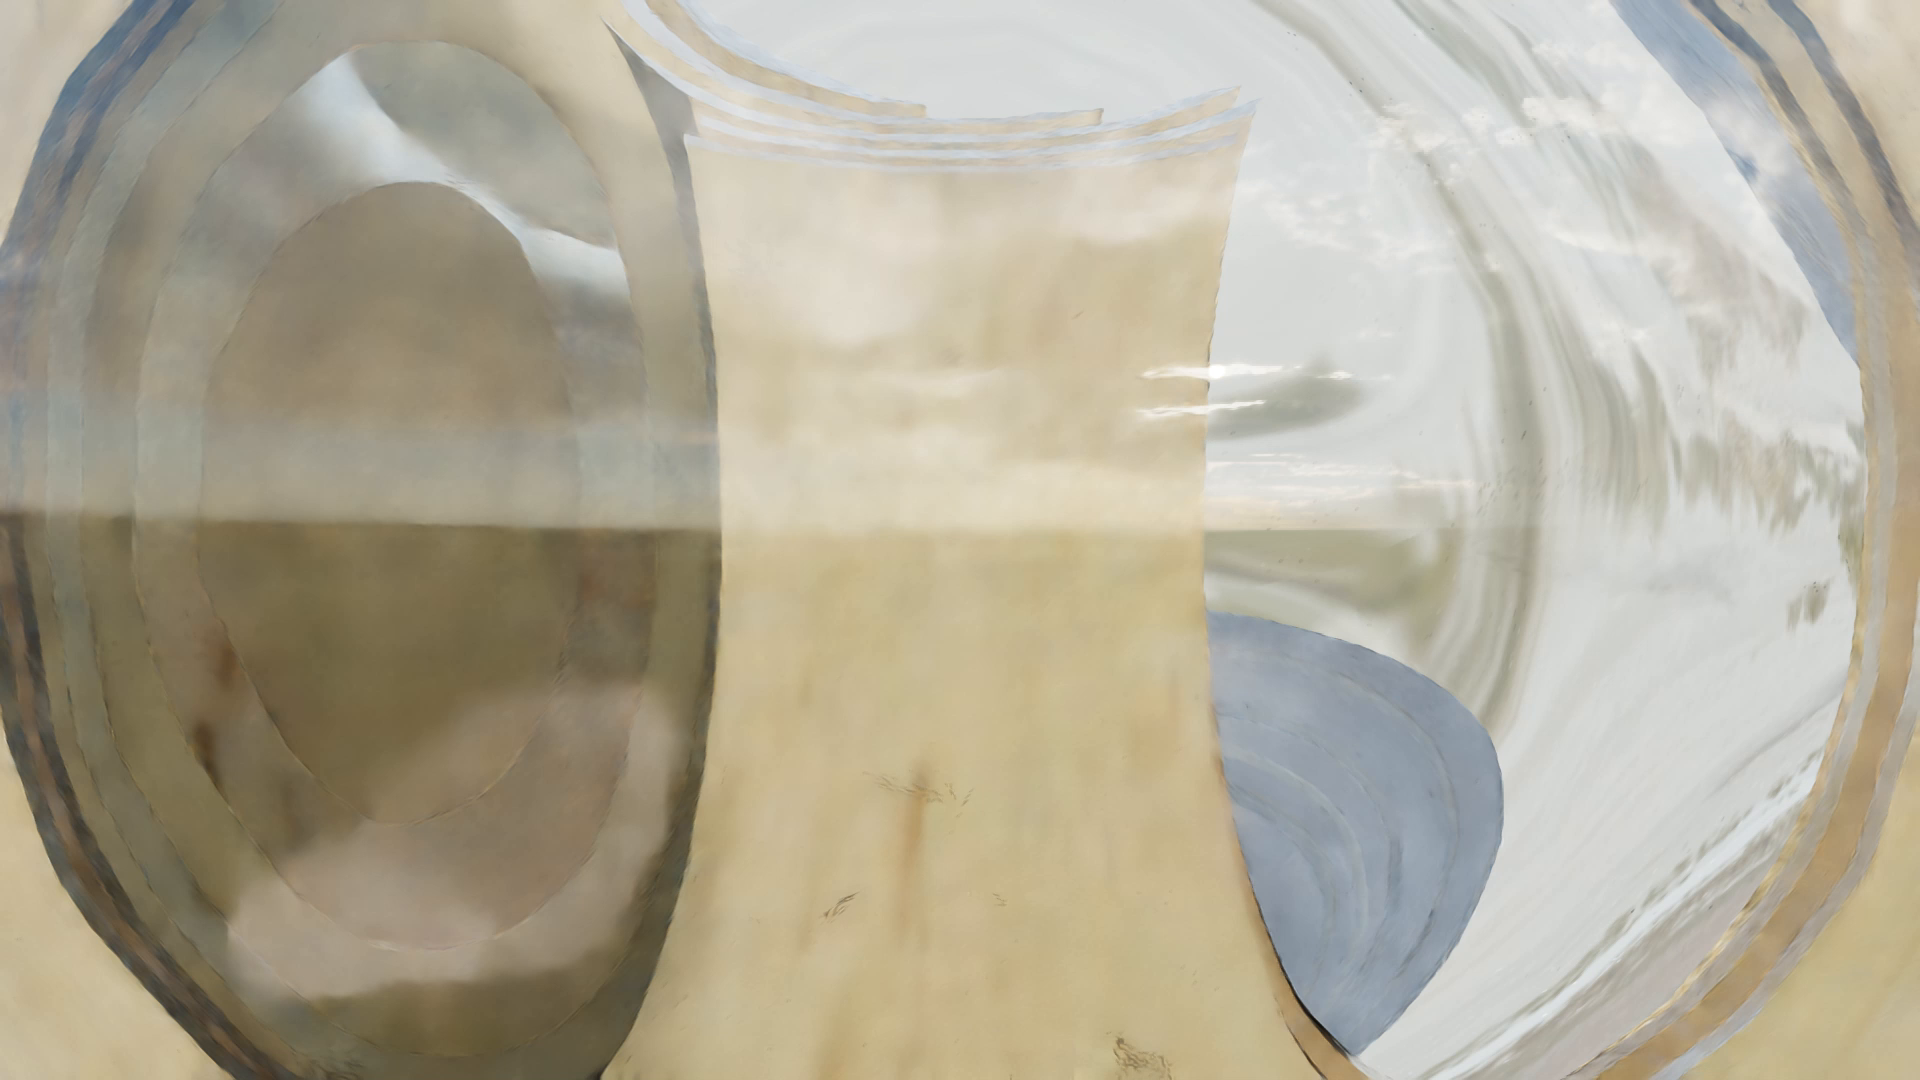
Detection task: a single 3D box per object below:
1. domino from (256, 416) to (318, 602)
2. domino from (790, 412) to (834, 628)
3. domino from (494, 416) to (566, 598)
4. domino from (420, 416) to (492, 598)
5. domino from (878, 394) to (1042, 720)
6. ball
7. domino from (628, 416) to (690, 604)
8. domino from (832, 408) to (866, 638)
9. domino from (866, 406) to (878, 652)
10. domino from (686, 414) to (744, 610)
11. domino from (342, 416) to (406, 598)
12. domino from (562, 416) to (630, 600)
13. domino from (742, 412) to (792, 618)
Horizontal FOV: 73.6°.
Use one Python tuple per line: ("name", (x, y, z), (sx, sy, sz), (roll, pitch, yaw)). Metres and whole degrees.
("domino", (-0.188, -0.009, 0.359), (0.009, 0.050, 0.025), (-1, 4, -17))
("domino", (-0.027, -0.005, 0.307), (0.025, 0.050, 0.009), (-3, 5, -36))
("domino", (-0.121, -0.010, 0.364), (0.009, 0.050, 0.025), (1, 4, 9))
("domino", (-0.144, -0.010, 0.366), (0.010, 0.050, 0.025), (0, 4, 0))
("domino", (0.000, 0.002, 0.201), (0.025, 0.050, 0.009), (0, 4, 0))
("ball", (0.000, -0.002, 0.056), (0.080, 0.080, 0.080), (0, 4, 0))
("domino", (-0.078, -0.009, 0.350), (0.010, 0.050, 0.025), (2, 5, 27))
("domino", (-0.015, -0.004, 0.288), (0.025, 0.050, 0.010), (-2, 5, -28))
("domino", (-0.006, -0.003, 0.267), (0.025, 0.050, 0.009), (-1, 5, -19))
("domino", (-0.059, -0.008, 0.339), (0.010, 0.050, 0.025), (3, 5, 36))
("domino", (-0.166, -0.010, 0.364), (0.010, 0.050, 0.025), (-1, 4, -11))
("domino", (-0.099, -0.009, 0.359), (0.010, 0.050, 0.025), (1, 5, 18))
("domino", (-0.042, -0.007, 0.324), (0.009, 0.050, 0.025), (4, 6, 44))
